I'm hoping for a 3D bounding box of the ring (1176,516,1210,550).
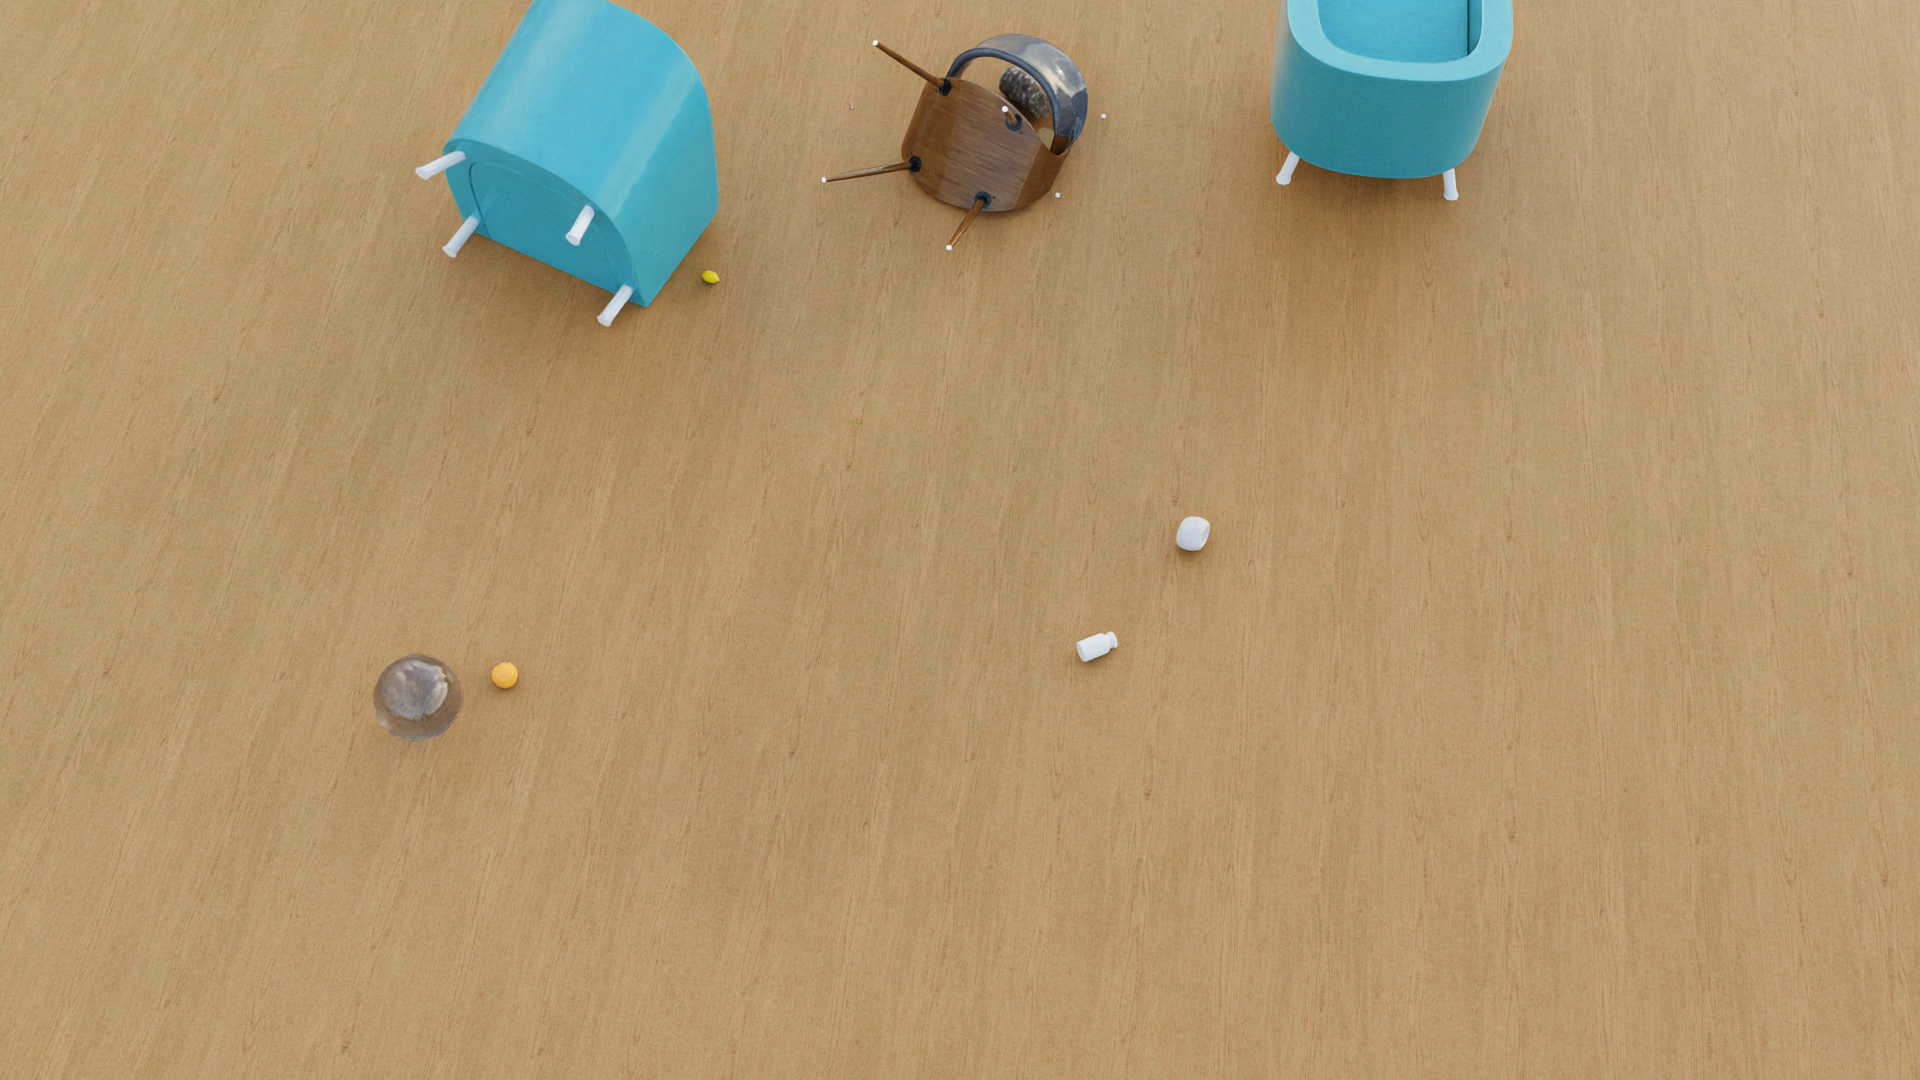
[{"bbox_3d":[0.693,-0.019,6.538,0.074,0.083,0.121,14,47,23],"label":"ring"}]

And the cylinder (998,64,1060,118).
[{"bbox_3d":[0.237,-1.538,7.533,0.172,0.113,0.134,41,28,24],"label":"cylinder"}]

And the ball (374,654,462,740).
[{"bbox_3d":[-1.512,0.438,6.136,0.239,0.239,0.239,0,56,0],"label":"ball"}]

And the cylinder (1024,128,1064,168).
[{"bbox_3d":[0.281,-1.322,7.411,0.096,0.083,0.107,25,60,17],"label":"cylinder"}]
